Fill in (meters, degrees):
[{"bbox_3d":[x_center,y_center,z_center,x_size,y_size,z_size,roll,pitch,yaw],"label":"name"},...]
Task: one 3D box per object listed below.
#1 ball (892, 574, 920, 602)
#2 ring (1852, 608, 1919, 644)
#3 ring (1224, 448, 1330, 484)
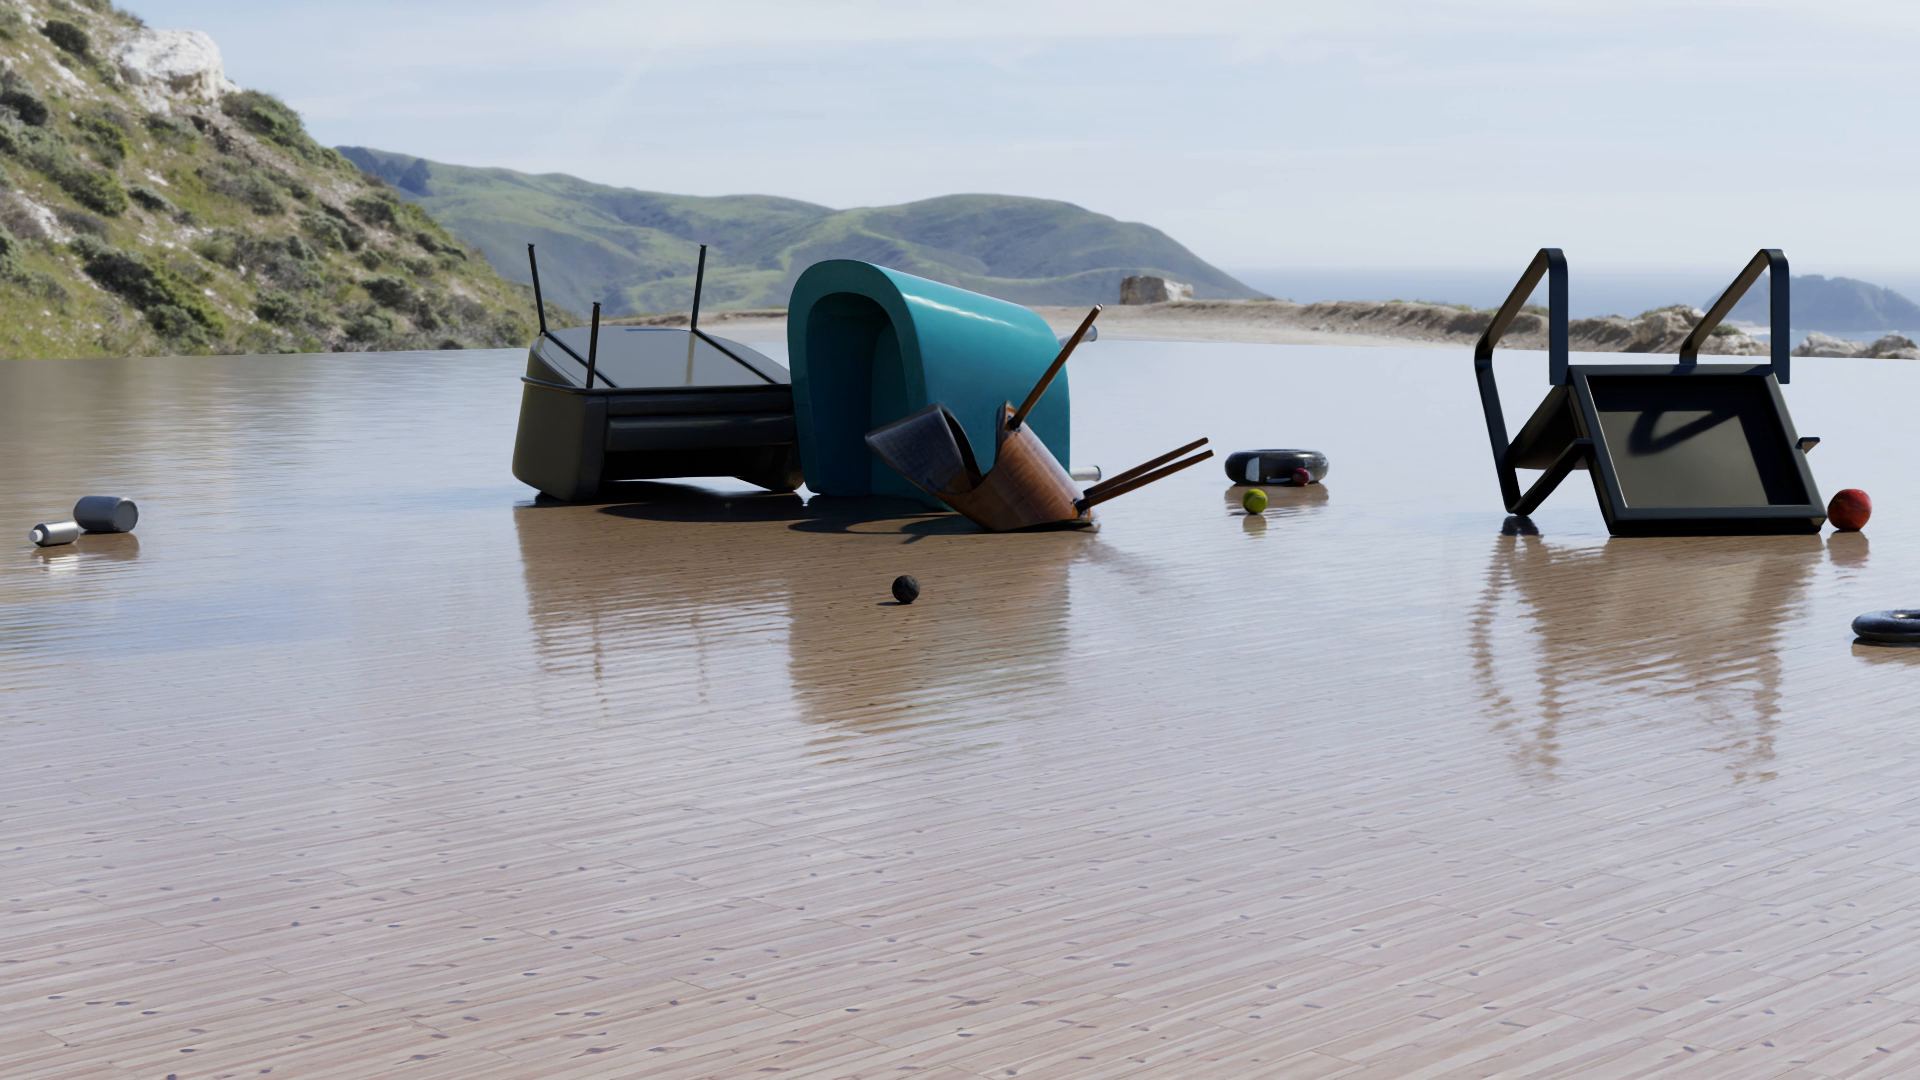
[{"bbox_3d":[-0.109,0.099,5.177,0.057,0.057,0.057,0,6,0],"label":"ball"},{"bbox_3d":[1.741,0.157,4.685,0.201,0.043,0.276,5,7,43],"label":"ring"},{"bbox_3d":[1.013,-0.235,8.200,0.375,0.104,0.262,-3,5,-31],"label":"ring"}]
